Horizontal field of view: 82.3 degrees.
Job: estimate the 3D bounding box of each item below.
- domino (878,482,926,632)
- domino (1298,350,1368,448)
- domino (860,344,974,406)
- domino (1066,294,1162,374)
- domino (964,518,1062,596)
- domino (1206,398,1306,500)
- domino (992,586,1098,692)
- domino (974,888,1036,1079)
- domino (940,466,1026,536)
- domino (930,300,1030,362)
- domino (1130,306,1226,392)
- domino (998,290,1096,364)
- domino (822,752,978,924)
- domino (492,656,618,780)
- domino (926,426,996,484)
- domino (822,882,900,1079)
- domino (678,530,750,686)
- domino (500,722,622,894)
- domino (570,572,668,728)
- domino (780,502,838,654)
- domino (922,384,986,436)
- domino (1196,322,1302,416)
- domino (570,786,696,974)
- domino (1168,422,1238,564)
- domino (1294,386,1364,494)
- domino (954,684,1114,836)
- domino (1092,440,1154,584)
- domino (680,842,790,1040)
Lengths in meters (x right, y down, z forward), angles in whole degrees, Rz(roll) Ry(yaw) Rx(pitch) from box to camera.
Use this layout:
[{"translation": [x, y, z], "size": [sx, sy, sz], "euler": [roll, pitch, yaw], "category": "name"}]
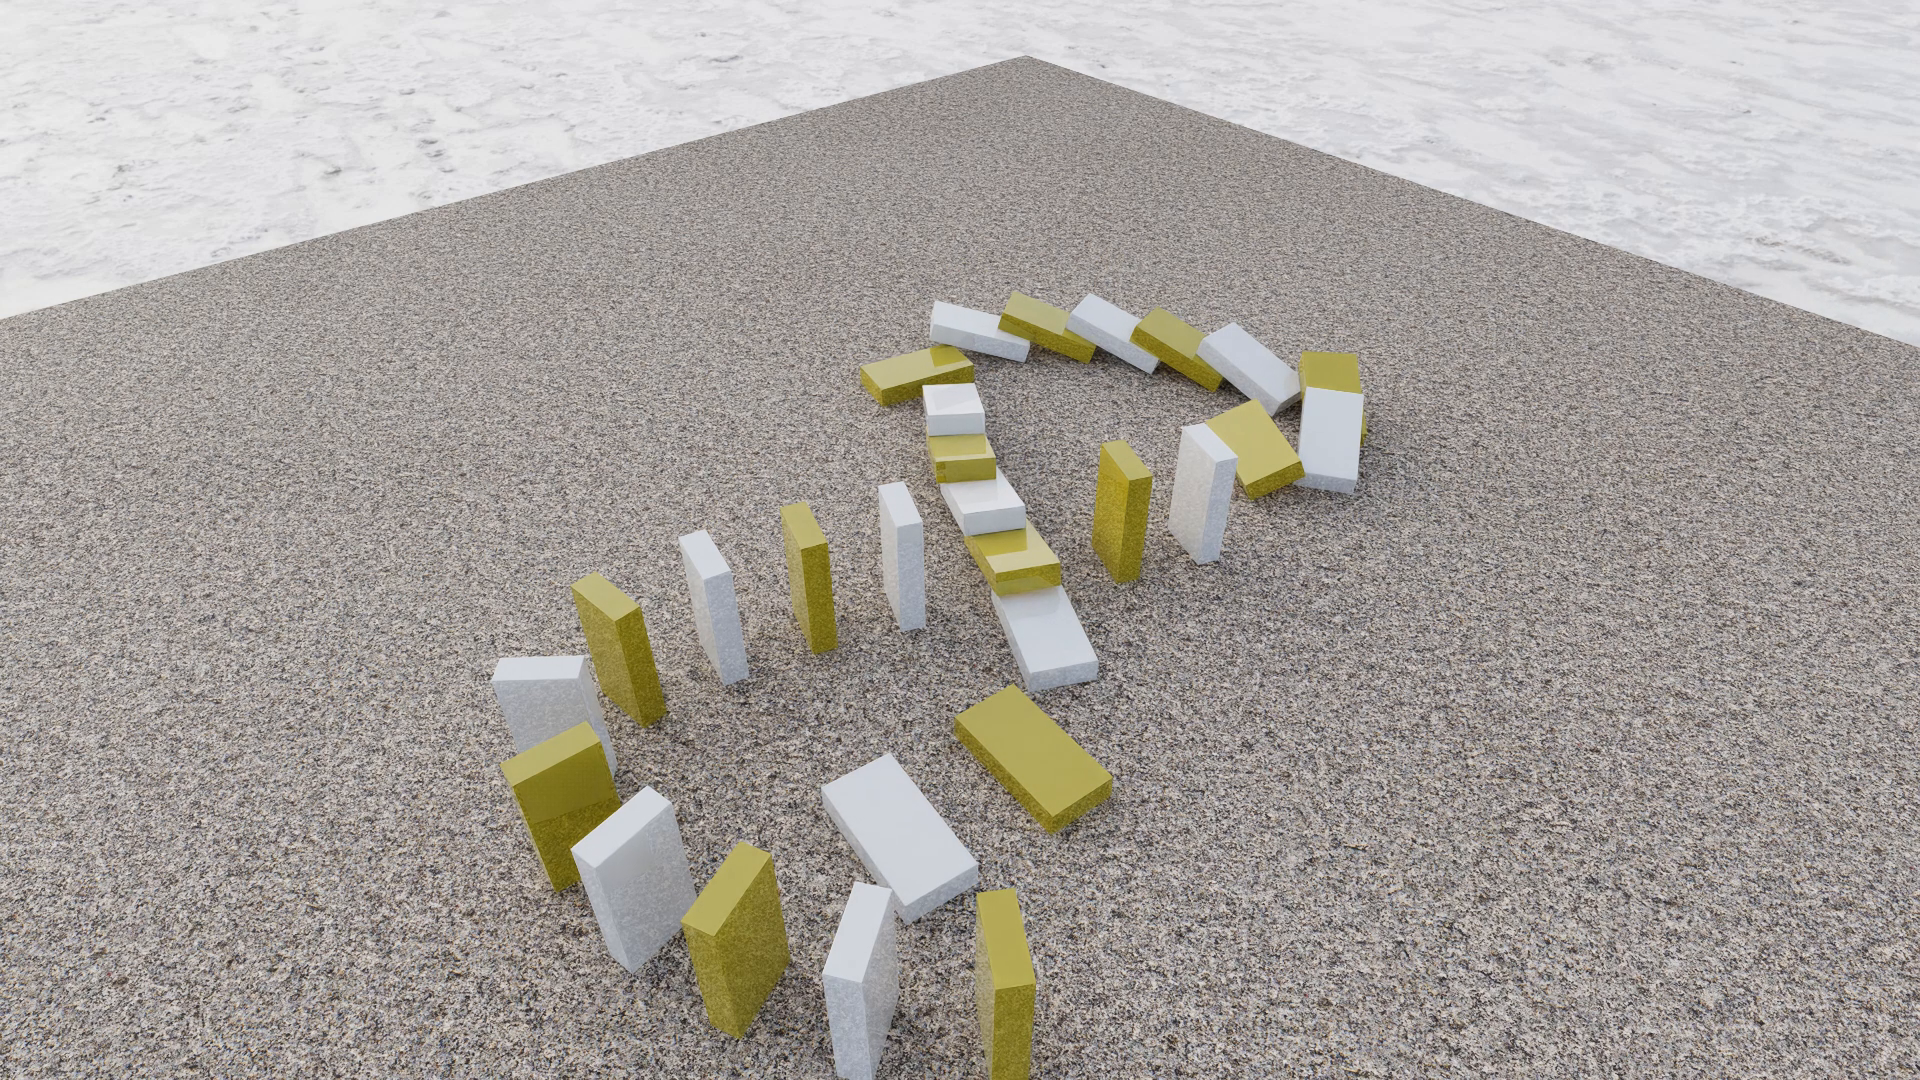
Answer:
[{"translation": [-0.021, 0.006, 0.404], "size": [0.009, 0.050, 0.025], "euler": [-11, 41, -14], "category": "domino"}, {"translation": [0.174, -0.066, 0.514], "size": [0.025, 0.010, 0.050], "euler": [4, 55, 5], "category": "domino"}, {"translation": [-0.021, -0.082, 0.544], "size": [0.050, 0.010, 0.025], "euler": [-19, 43, -21], "category": "domino"}, {"translation": [0.082, -0.106, 0.561], "size": [0.050, 0.009, 0.025], "euler": [31, 46, 9], "category": "domino"}, {"translation": [0.019, 0.005, 0.428], "size": [0.025, 0.009, 0.050], "euler": [-9, 25, -11], "category": "domino"}, {"translation": [0.130, -0.041, 0.486], "size": [0.025, 0.010, 0.050], "euler": [-25, 40, 8], "category": "domino"}, {"translation": [0.030, 0.032, 0.404], "size": [0.025, 0.010, 0.050], "euler": [-9, 40, -11], "category": "domino"}, {"translation": [0.011, 0.113, 0.274], "size": [0.009, 0.050, 0.025], "euler": [-6, 40, -7], "category": "domino"}, {"translation": [0.009, -0.017, 0.454], "size": [0.025, 0.010, 0.050], "euler": [-8, 24, -9], "category": "domino"}, {"translation": [0.010, -0.107, 0.564], "size": [0.050, 0.009, 0.025], "euler": [12, 38, -9], "category": "domino"}, {"translation": [0.113, -0.096, 0.549], "size": [0.050, 0.009, 0.025], "euler": [35, 48, 13], "category": "domino"}, {"translation": [0.047, -0.110, 0.567], "size": [0.050, 0.010, 0.025], "euler": [22, 42, 0], "category": "domino"}, {"translation": [-0.019, 0.089, 0.334], "size": [0.025, 0.009, 0.050], "euler": [-23, 45, -26], "category": "domino"}, {"translation": [-0.125, 0.057, 0.341], "size": [0.025, 0.050, 0.010], "euler": [-2, 39, -2], "category": "domino"}, {"translation": [0.000, -0.039, 0.480], "size": [0.025, 0.009, 0.050], "euler": [-5, 23, -5], "category": "domino"}, {"translation": [-0.024, 0.111, 0.275], "size": [0.010, 0.050, 0.025], "euler": [9, 40, 10], "category": "domino"}, {"translation": [-0.085, 0.024, 0.382], "size": [0.009, 0.050, 0.025], "euler": [-20, 43, -23], "category": "domino"}, {"translation": [-0.112, 0.078, 0.317], "size": [0.025, 0.050, 0.010], "euler": [-27, 46, -29], "category": "domino"}, {"translation": [-0.113, 0.037, 0.366], "size": [0.025, 0.050, 0.010], "euler": [30, 48, 31], "category": "domino"}, {"translation": [-0.054, 0.014, 0.394], "size": [0.009, 0.050, 0.025], "euler": [-15, 42, -18], "category": "domino"}, {"translation": [-0.003, -0.061, 0.507], "size": [0.025, 0.010, 0.050], "euler": [-3, 23, -4], "category": "domino"}, {"translation": [0.142, -0.083, 0.534], "size": [0.025, 0.010, 0.050], "euler": [-31, 65, -32], "category": "domino"}, {"translation": [-0.087, 0.093, 0.298], "size": [0.010, 0.050, 0.025], "euler": [26, 46, 28], "category": "domino"}, {"translation": [0.095, -0.018, 0.433], "size": [0.010, 0.050, 0.025], "euler": [-13, 41, -16], "category": "domino"}, {"translation": [0.164, -0.045, 0.487], "size": [0.025, 0.010, 0.050], "euler": [10, 57, 12], "category": "domino"}, {"translation": [0.023, 0.070, 0.358], "size": [0.025, 0.009, 0.050], "euler": [-25, 46, -28], "category": "domino"}, {"translation": [0.062, -0.011, 0.424], "size": [0.010, 0.050, 0.025], "euler": [-12, 41, -14], "category": "domino"}, {"translation": [-0.057, 0.104, 0.284], "size": [0.009, 0.050, 0.025], "euler": [16, 42, 19], "category": "domino"}]
